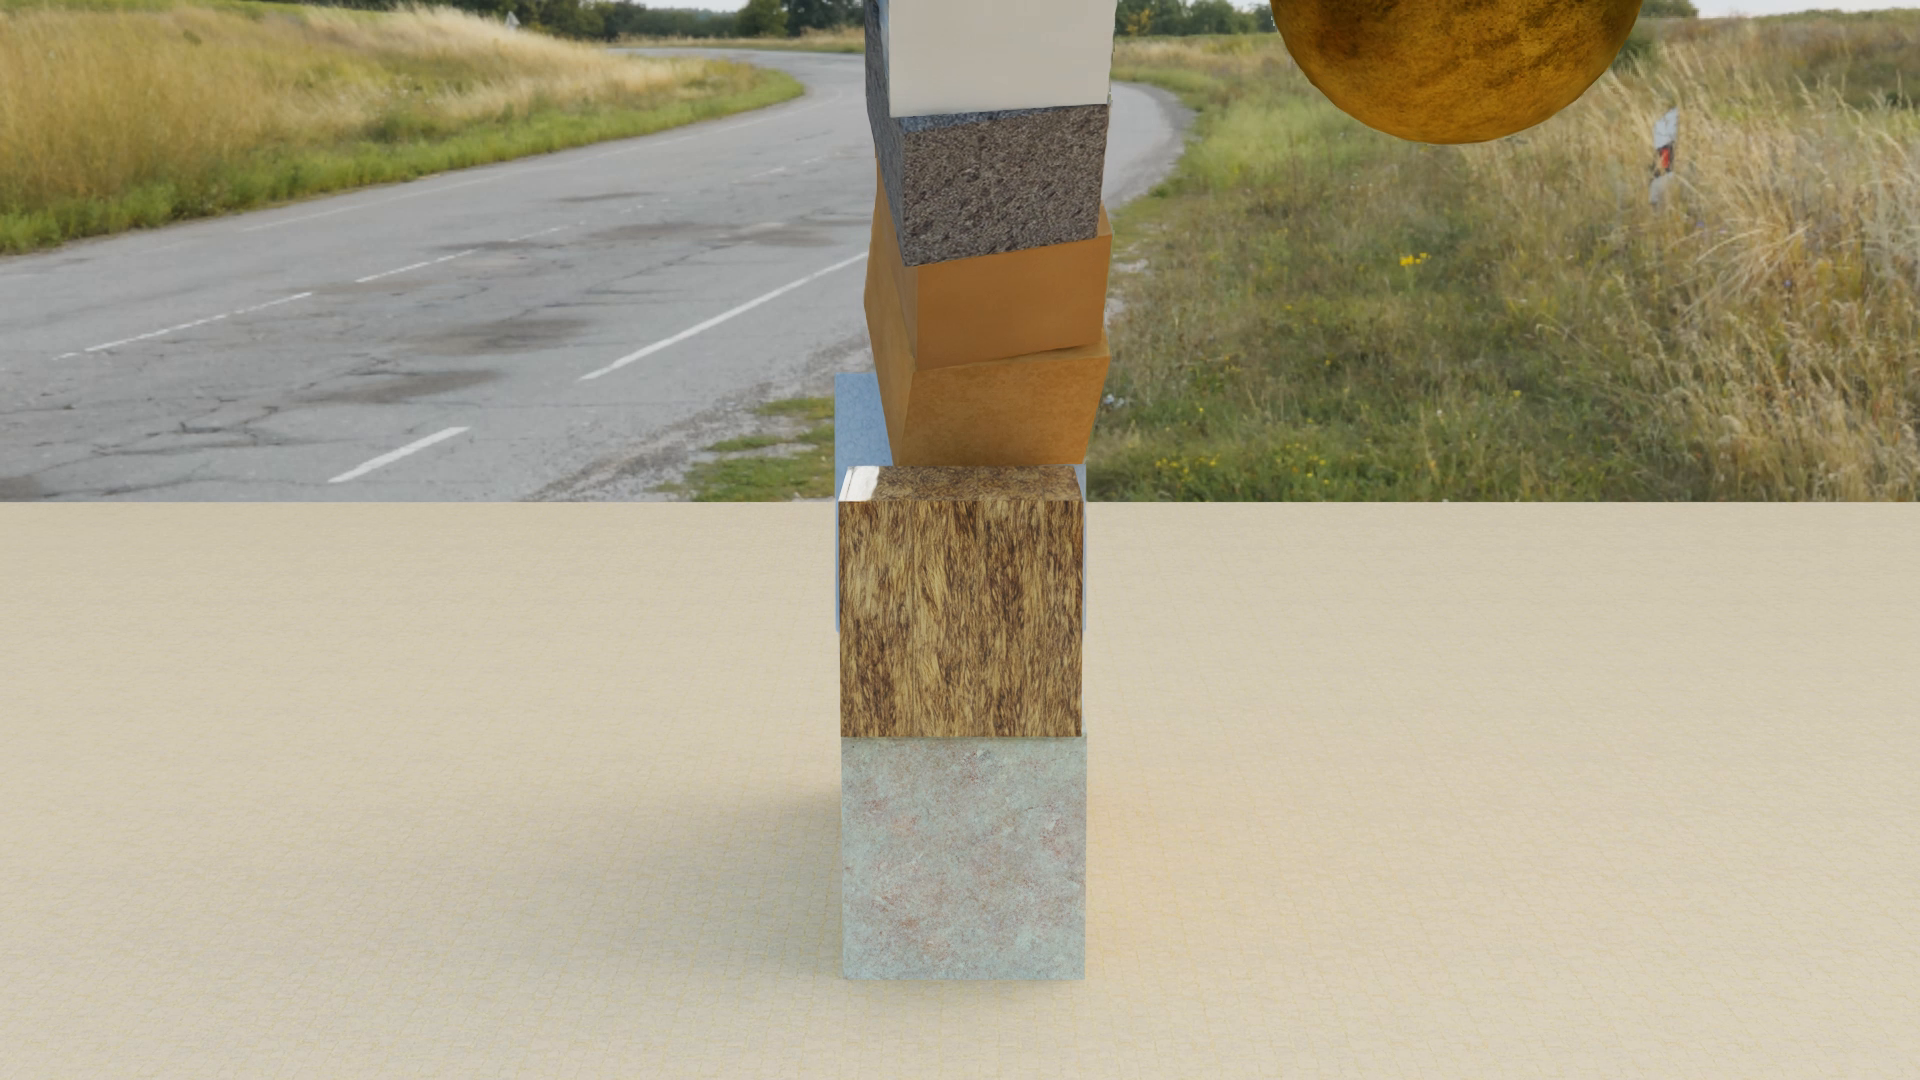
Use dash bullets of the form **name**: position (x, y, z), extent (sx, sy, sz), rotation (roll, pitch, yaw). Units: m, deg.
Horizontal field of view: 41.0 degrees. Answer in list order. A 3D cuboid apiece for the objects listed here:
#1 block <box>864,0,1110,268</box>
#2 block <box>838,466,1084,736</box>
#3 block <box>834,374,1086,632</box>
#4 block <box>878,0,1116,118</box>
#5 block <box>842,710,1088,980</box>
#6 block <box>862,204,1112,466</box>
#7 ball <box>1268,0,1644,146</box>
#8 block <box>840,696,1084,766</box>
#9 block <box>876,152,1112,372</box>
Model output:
- **block**: position (0.086, -1.684, 9.941), extent (0.773, 0.824, 0.809), rotation (-9, -30, -7)
- **block**: position (0.004, 0.225, 10.178), extent (0.924, 0.916, 0.874), rotation (0, 10, 0)
- **block**: position (0.000, -0.166, 12.428), extent (1.160, 1.196, 1.138), rotation (0, -1, 0)
- **block**: position (0.107, -2.115, 9.305), extent (0.798, 0.834, 0.721), rotation (-4, -30, -4)
- **block**: position (0.016, 1.157, 10.410), extent (0.949, 1.000, 0.866), rotation (0, 10, 0)
- **block**: position (0.094, -0.943, 11.348), extent (0.850, 0.995, 0.823), rotation (-5, -31, -10)
- **ball**: position (2.074, -2.461, 10.733), extent (1.600, 1.600, 1.600), rotation (0, 10, 0)
- **block**: position (0.012, 1.024, 11.363), extent (1.021, 0.920, 1.021), rotation (0, 10, 0)
- **block**: position (0.121, -1.328, 10.627), extent (0.784, 0.887, 0.733), rotation (-10, -30, -7)
